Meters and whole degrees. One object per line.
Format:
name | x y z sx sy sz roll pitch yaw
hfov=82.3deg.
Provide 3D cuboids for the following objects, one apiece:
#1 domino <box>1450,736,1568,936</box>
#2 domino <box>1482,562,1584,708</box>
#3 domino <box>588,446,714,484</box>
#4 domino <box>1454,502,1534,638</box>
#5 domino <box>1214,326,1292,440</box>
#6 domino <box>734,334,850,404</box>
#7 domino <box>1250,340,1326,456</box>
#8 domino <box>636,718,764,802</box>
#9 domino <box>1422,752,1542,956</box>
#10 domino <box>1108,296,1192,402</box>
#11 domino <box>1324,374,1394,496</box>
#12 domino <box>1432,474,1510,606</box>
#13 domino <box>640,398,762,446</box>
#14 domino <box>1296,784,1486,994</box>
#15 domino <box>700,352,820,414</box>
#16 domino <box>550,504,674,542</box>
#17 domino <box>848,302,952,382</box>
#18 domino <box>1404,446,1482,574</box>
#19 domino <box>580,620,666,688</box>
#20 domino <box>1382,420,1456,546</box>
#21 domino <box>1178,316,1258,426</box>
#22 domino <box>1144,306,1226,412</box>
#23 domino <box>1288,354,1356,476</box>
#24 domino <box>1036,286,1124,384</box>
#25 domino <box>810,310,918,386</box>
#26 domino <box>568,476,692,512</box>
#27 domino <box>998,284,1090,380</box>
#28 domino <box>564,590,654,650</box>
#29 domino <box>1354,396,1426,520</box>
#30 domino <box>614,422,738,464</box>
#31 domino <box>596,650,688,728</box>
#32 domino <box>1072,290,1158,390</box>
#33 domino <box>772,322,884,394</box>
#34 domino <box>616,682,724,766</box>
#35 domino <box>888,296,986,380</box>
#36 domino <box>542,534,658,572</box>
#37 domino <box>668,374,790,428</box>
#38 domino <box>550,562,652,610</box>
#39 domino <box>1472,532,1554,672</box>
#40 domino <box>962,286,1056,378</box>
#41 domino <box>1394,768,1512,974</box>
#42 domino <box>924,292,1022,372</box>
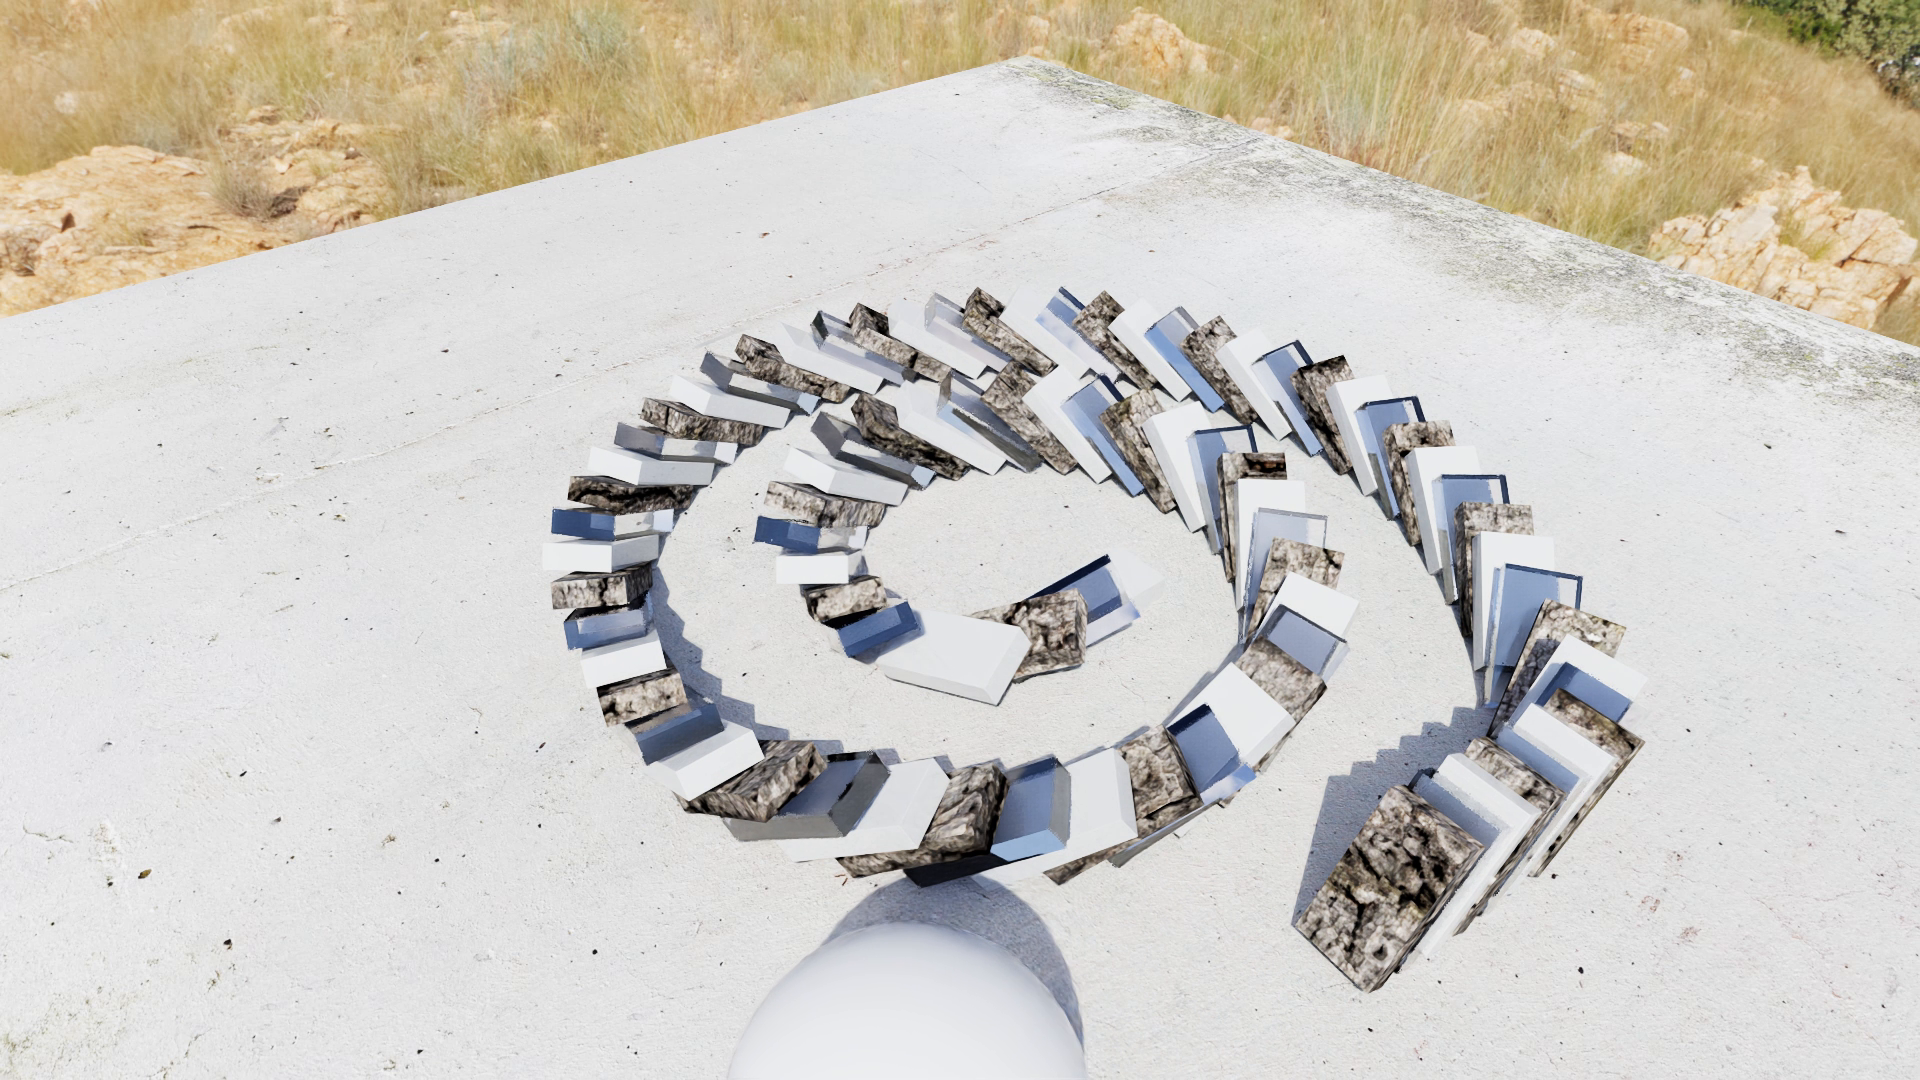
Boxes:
domino | 0.144 0.084 0.311 0.009 0.050 0.025 6 27 -45
domino | 0.198 0.035 0.380 0.025 0.009 0.050 11 74 13
domino | -0.128 -0.031 0.461 0.025 0.010 0.050 17 9 20
domino | 0.200 0.011 0.409 0.025 0.010 0.050 3 72 4
domino | 0.144 -0.073 0.513 0.025 0.010 0.050 -29 81 -31
domino | -0.079 -0.081 0.522 0.050 0.009 0.025 14 25 -41
domino | 0.157 -0.065 0.502 0.025 0.009 0.050 -25 79 -27
domino | -0.082 0.066 0.342 0.025 0.010 0.050 -27 12 -28
domino | 0.135 0.087 0.307 0.010 0.050 0.025 6 27 -45
domino | 0.098 -0.093 0.537 0.050 0.009 0.025 47 50 2
domino | 0.180 -0.046 0.479 0.025 0.009 0.050 -12 74 -14
domino | 0.199 0.000 0.424 0.025 0.009 0.050 1 72 1
domino | -0.114 -0.052 0.487 0.025 0.009 0.050 24 12 27
domino | 0.116 0.094 0.298 0.009 0.050 0.025 6 27 -45
domino | -0.093 -0.073 0.511 0.050 0.009 0.025 10 23 -48
domino | -0.135 -0.008 0.432 0.025 0.009 0.050 7 6 10
domino | -0.030 -0.097 0.541 0.050 0.010 0.025 21 31 -28
domino | 0.196 -0.012 0.438 0.025 0.010 0.050 -3 72 -4
domino | -0.115 0.038 0.376 0.025 0.010 0.050 -14 8 -16
domino | 0.193 -0.024 0.452 0.025 0.009 0.050 -5 73 -6
domino | 0.129 -0.081 0.522 0.025 0.009 0.050 -34 83 -34
domino | 0.114 -0.087 0.530 0.050 0.009 0.025 49 52 4
domino | 0.170 -0.056 0.491 0.025 0.010 0.050 -18 76 -20
domino | 0.063 -0.102 0.547 0.050 0.010 0.025 39 43 -6
domino | -0.047 -0.093 0.537 0.050 0.010 0.025 19 29 -31
domino | -0.133 -0.019 0.446 0.025 0.009 0.050 12 7 15
domino | 0.045 -0.104 0.550 0.050 0.009 0.025 36 41 -10
domino | -0.123 0.028 0.389 0.025 0.010 0.050 -10 7 -12
domino | 0.188 -0.035 0.466 0.025 0.009 0.050 -8 73 -10
domino | -0.121 -0.041 0.474 0.025 0.009 0.050 19 10 22
domino | -0.107 0.048 0.364 0.025 0.010 0.050 -17 9 -19
domino | 0.081 -0.098 0.543 0.050 0.010 0.025 44 48 -1
domino | -0.064 -0.087 0.529 0.050 0.009 0.025 16 26 -37
domino | -0.095 0.058 0.352 0.025 0.009 0.050 -22 10 -24
domino | -0.012 -0.100 0.546 0.050 0.009 0.025 24 32 -24
domino | -0.135 0.004 0.417 0.025 0.010 0.050 2 5 3
domino | -0.104 -0.063 0.499 0.025 0.009 0.050 30 14 31
domino | -0.130 0.016 0.403 0.025 0.010 0.050 -4 6 -5
domino | 0.199 0.023 0.395 0.025 0.010 0.050 5 72 7
domino | 0.025 -0.104 0.550 0.050 0.009 0.025 30 37 -17
domino | 0.125 0.091 0.302 0.009 0.050 0.025 6 27 -45
domino | 0.006 -0.102 0.548 0.050 0.010 0.025 26 34 -22
